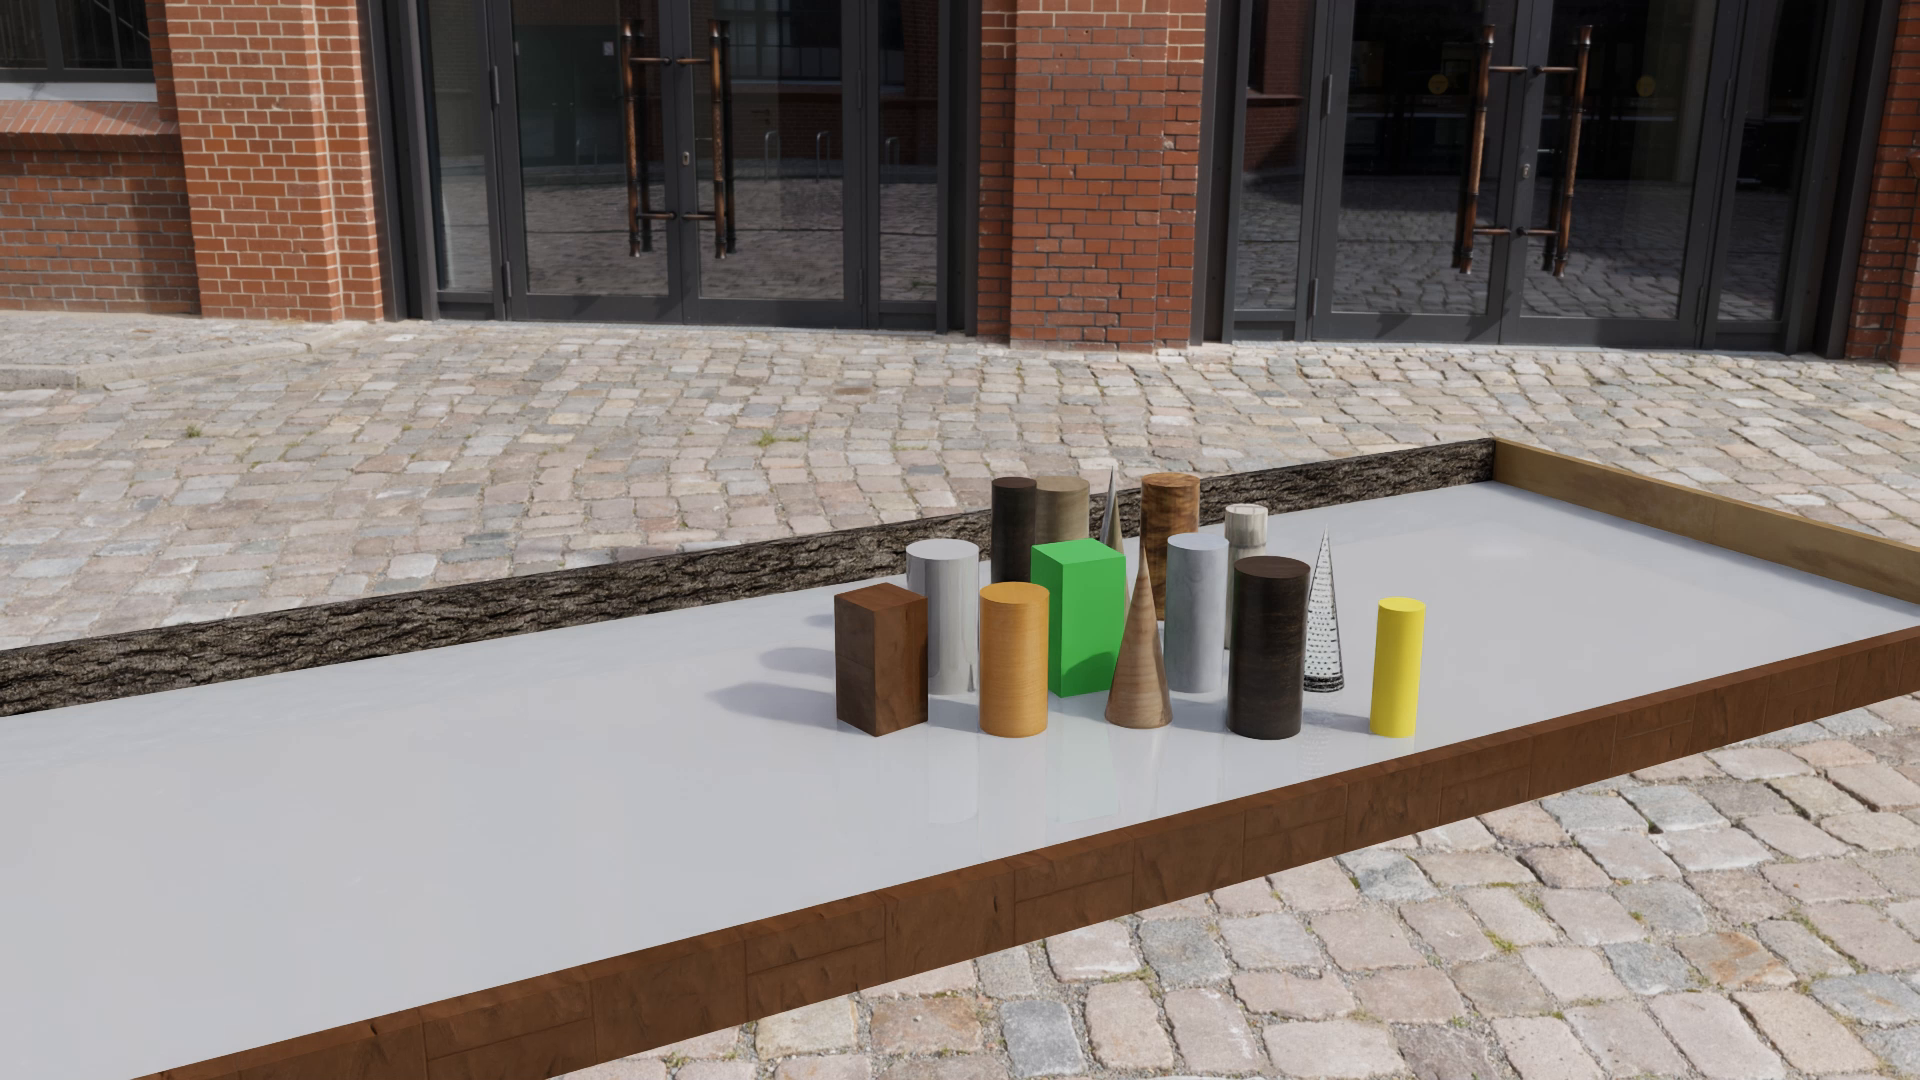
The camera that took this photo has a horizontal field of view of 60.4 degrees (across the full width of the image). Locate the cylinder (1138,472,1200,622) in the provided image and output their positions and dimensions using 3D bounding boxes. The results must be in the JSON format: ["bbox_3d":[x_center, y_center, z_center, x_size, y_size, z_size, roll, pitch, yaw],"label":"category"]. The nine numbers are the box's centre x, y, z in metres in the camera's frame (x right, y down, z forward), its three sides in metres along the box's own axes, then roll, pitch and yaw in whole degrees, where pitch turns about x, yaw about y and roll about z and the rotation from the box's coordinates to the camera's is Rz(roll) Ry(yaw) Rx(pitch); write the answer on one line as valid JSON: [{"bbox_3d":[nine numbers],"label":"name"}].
[{"bbox_3d":[0.582,0.018,4.609,0.162,0.386,0.162,0,16,0],"label":"cylinder"}]

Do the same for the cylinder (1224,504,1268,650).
[{"bbox_3d":[0.747,0.100,4.350,0.109,0.375,0.109,0,16,0],"label":"cylinder"}]

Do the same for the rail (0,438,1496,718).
[{"bbox_3d":[-3.305,0.497,3.399,12.000,0.150,0.050,-9,18,-27],"label":"rail"}]

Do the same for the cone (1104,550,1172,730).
[{"bbox_3d":[0.426,0.215,3.869,0.164,0.425,0.164,0,16,0],"label":"cone"}]

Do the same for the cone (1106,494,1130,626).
[{"bbox_3d":[0.405,0.073,4.342,0.124,0.432,0.124,0,16,0],"label":"cone"}]

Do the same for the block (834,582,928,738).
[{"bbox_3d":[-0.184,0.278,3.865,0.155,0.307,0.155,-13,21,-38],"label":"block"}]

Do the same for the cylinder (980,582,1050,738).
[{"bbox_3d":[0.125,0.277,3.832,0.161,0.327,0.161,0,16,0],"label":"cylinder"}]

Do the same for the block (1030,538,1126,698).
[{"bbox_3d":[0.290,0.191,4.099,0.172,0.342,0.172,-7,18,-23],"label":"block"}]

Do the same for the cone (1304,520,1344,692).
[{"bbox_3d":[0.894,0.155,4.078,0.139,0.423,0.139,0,16,0],"label":"cone"}]

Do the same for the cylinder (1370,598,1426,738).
[{"bbox_3d":[1.010,0.294,3.808,0.104,0.308,0.104,0,16,0],"label":"cylinder"}]

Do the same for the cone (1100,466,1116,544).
[{"bbox_3d":[0.445,-0.045,4.850,0.106,0.370,0.106,0,16,0],"label":"cone"}]

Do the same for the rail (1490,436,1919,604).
[{"bbox_3d":[2.466,-0.048,5.253,0.050,0.150,2.100,-9,18,-27],"label":"rail"}]

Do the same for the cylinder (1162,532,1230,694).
[{"bbox_3d":[0.582,0.180,4.086,0.150,0.370,0.150,0,16,0],"label":"cylinder"}]

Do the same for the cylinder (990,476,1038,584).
[{"bbox_3d":[0.140,0.068,4.322,0.119,0.452,0.119,0,16,0],"label":"cylinder"}]

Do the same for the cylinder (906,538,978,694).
[{"bbox_3d":[-0.043,0.189,4.095,0.180,0.348,0.180,0,16,0],"label":"cylinder"}]

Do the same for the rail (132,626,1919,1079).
[{"bbox_3d":[-2.336,1.006,1.665,12.000,0.150,0.050,-9,18,-27],"label":"rail"}]

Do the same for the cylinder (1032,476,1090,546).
[{"bbox_3d":[0.271,0.026,4.593,0.173,0.380,0.173,0,16,0],"label":"cylinder"}]

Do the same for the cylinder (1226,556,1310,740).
[{"bbox_3d":[0.712,0.248,3.817,0.173,0.391,0.173,0,16,0],"label":"cylinder"}]
